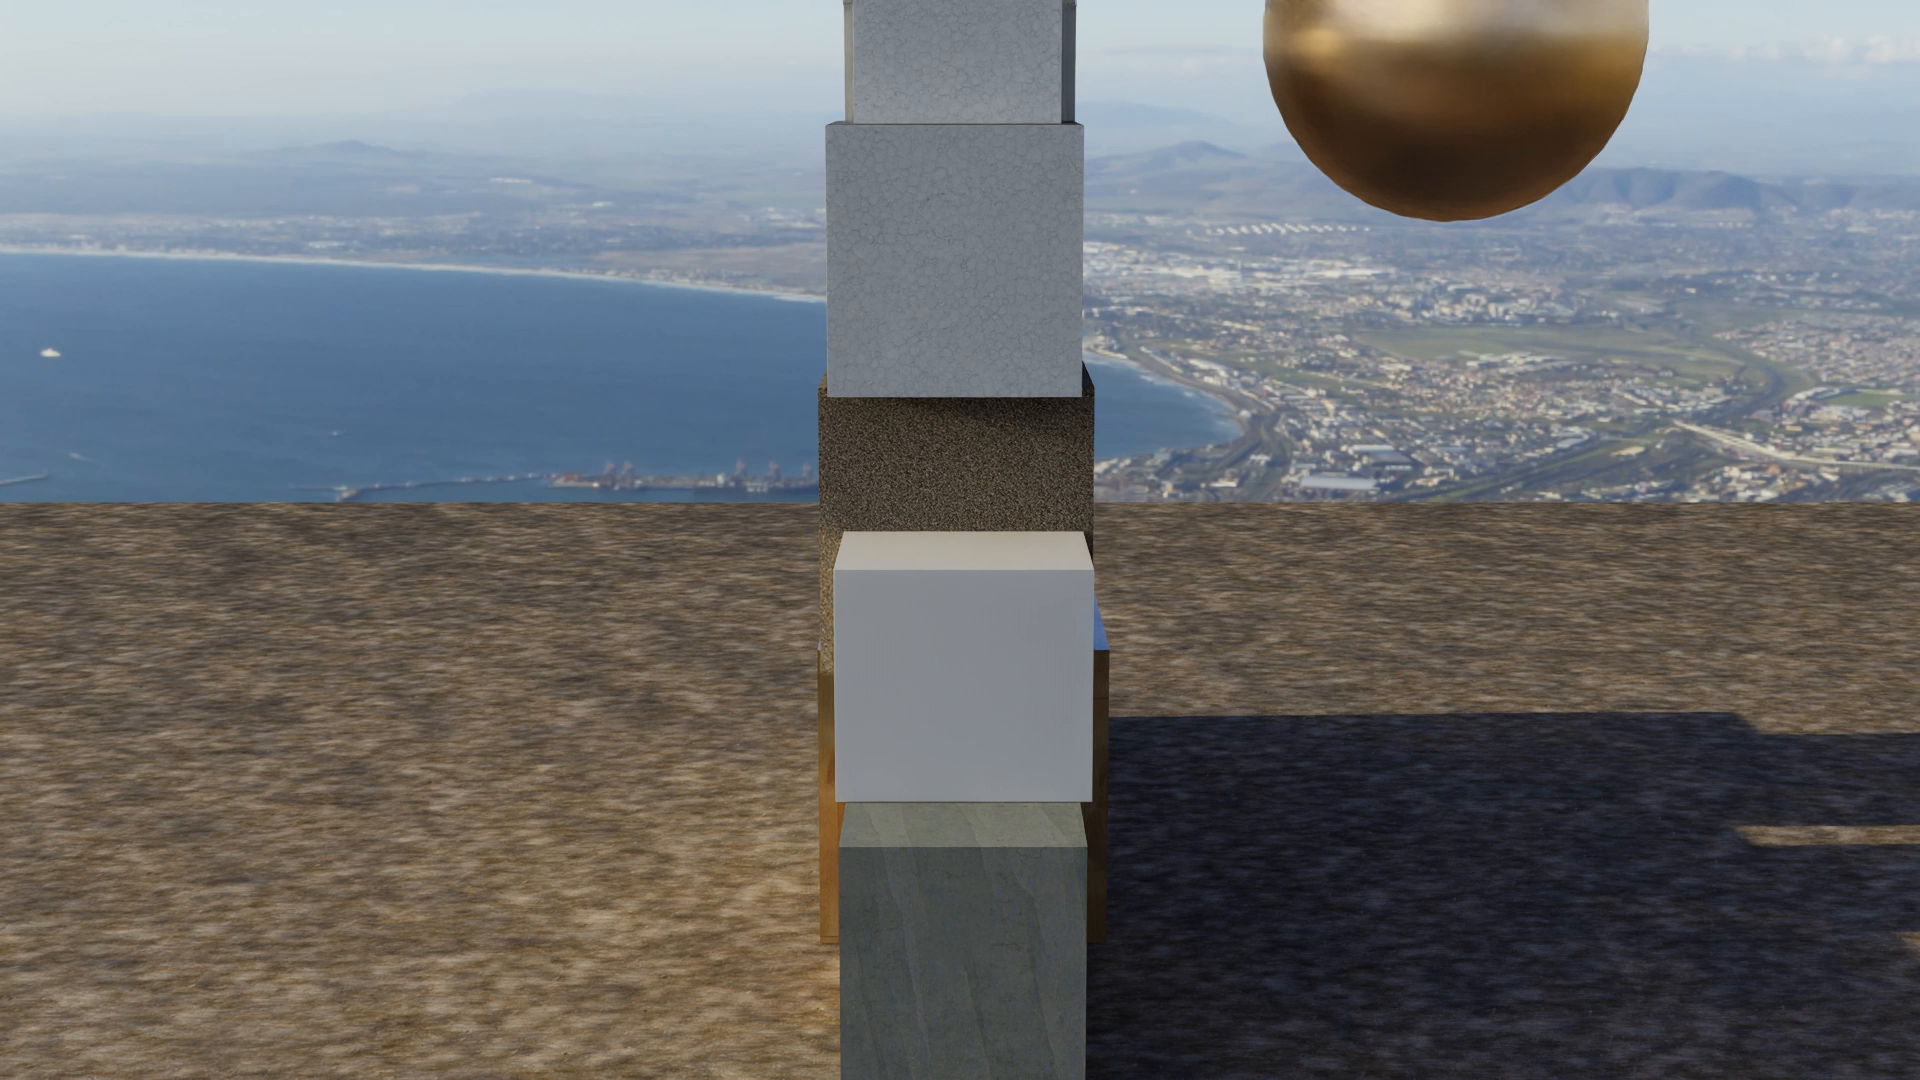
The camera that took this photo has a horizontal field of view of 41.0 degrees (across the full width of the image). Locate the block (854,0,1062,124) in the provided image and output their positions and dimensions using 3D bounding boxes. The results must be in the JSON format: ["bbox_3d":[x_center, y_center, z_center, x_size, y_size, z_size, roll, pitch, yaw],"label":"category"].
[{"bbox_3d":[-0.009,-1.924,9.889,0.774,0.614,0.744,0,10,0],"label":"block"}]

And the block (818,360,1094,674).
[{"bbox_3d":[-0.014,-0.113,10.233,1.044,1.106,0.929,0,10,0],"label":"block"}]

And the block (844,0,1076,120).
[{"bbox_3d":[0.000,-2.095,10.810,0.931,0.878,1.009,0,15,0],"label":"block"}]

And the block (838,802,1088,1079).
[{"bbox_3d":[0.010,1.423,9.079,0.834,0.952,0.820,0,10,0],"label":"block"}]

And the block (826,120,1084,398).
[{"bbox_3d":[-0.019,-1.086,9.747,0.931,0.983,0.895,0,10,0],"label":"block"}]

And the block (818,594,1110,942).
[{"bbox_3d":[0.014,0.939,10.967,1.171,1.228,1.177,0,10,0],"label":"block"}]

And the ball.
[{"bbox_3d":[2.074,-2.144,10.791,1.600,1.600,1.600,0,10,0],"label":"ball"}]

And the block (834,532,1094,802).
[{"bbox_3d":[0.014,0.449,9.444,0.912,0.838,0.815,0,10,0],"label":"block"}]
